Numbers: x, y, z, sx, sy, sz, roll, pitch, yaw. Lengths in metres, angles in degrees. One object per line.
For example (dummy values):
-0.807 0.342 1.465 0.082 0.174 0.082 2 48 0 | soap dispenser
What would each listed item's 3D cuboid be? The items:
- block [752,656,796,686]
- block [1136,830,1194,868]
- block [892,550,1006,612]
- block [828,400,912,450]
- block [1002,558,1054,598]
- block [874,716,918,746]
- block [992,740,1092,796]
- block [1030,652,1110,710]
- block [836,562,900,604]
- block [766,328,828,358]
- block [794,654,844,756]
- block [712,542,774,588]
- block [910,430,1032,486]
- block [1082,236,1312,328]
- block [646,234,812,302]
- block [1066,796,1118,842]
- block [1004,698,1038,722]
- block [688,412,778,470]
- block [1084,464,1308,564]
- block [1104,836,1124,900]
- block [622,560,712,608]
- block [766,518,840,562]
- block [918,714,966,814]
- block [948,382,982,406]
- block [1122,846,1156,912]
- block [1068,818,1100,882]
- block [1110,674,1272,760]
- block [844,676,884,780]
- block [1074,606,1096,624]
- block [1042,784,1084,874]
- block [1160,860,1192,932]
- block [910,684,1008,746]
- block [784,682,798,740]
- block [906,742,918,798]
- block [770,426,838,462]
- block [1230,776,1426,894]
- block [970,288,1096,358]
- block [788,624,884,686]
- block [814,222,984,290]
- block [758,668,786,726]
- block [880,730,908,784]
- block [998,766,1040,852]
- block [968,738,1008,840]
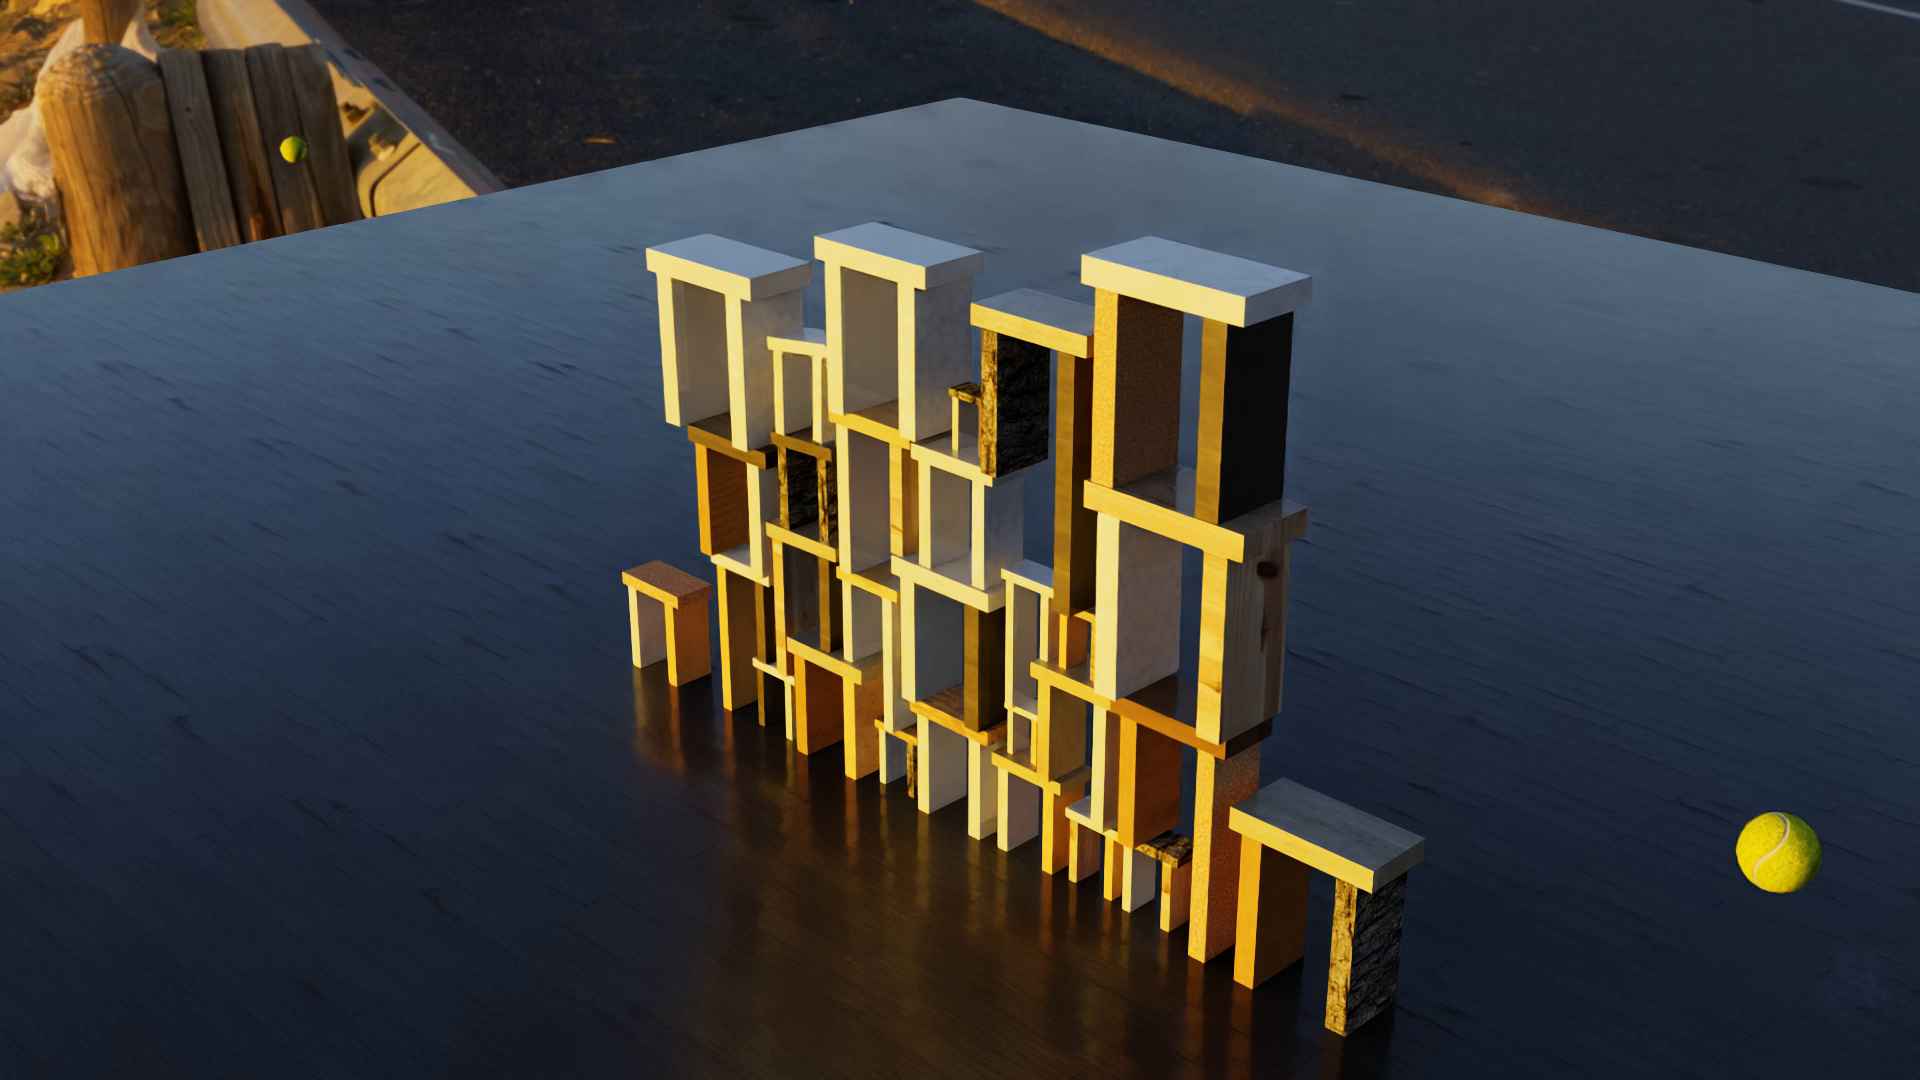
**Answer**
-0.376 0.273 4.742 0.137 0.019 0.068 21 31 40 | block
0.369 0.559 4.056 0.071 0.020 0.141 -21 31 -41 | block
0.006 0.065 4.250 0.264 0.037 0.132 21 31 41 | block
-0.136 -0.233 4.279 0.114 0.032 0.229 -21 31 -41 | block
0.148 0.071 4.094 0.133 0.019 0.067 21 31 41 | block
-0.109 0.385 4.513 0.124 0.018 0.062 21 31 40 | block
0.157 0.435 4.242 0.180 0.026 0.090 21 31 41 | block
0.242 0.255 4.064 0.208 0.029 0.104 21 31 41 | block
-0.156 0.077 4.425 0.089 0.025 0.177 -21 31 -40 | block
-0.291 -0.393 4.367 0.176 0.025 0.088 12 25 42 | block
-0.296 0.333 4.684 0.032 0.229 0.114 21 31 41 | block
-0.437 0.048 4.727 0.190 0.027 0.095 21 31 40 | block
0.021 -0.155 4.135 0.214 0.030 0.107 21 31 41 | block
0.386 -0.428 3.617 0.173 0.049 0.346 -21 31 -40 | block
-0.474 -0.560 4.496 0.327 0.046 0.163 21 31 40 | block
0.271 0.526 4.155 0.067 0.019 0.134 -21 31 -41 | block
0.135 0.323 4.217 0.094 0.013 0.047 21 31 41 | block
-0.443 -0.212 4.616 0.251 0.036 0.126 21 31 40 | block
0.400 -0.057 3.755 0.175 0.049 0.349 -21 31 -41 | block
0.303 0.608 4.155 0.019 0.134 0.067 21 31 41 | block
-0.663 0.099 4.979 0.200 0.028 0.100 21 31 41 | block
-0.292 -0.011 4.542 0.210 0.030 0.105 20 30 39 | block
-0.036 0.436 4.456 0.108 0.217 0.031 -21 31 -41 | block
0.034 -0.269 4.080 0.052 0.015 0.103 -21 31 -41 | block
0.336 0.620 4.119 0.071 0.141 0.020 -21 31 -40 | block
0.240 0.584 4.213 0.019 0.134 0.067 21 31 41 | block
0.409 0.308 3.902 0.131 0.037 0.263 -21 31 -41 | block
-0.188 0.375 4.585 0.032 0.229 0.114 21 31 41 | block
0.237 0.125 4.014 0.116 0.016 0.058 21 31 40 | block
0.200 0.546 4.243 0.025 0.180 0.090 21 31 41 | block
0.402 0.646 4.057 0.071 0.141 0.020 -21 31 -41 | block
0.015 0.342 4.360 0.108 0.031 0.217 -21 31 -40 | block
-0.344 0.358 4.743 0.068 0.137 0.019 -21 31 -41 | block
-0.080 0.462 4.514 0.018 0.124 0.062 21 31 41 | block
-0.289 -0.201 4.448 0.181 0.026 0.090 18 29 41 | block
0.626 0.501 3.760 0.299 0.042 0.149 21 31 41 | block
0.166 -0.384 3.876 0.139 0.039 0.277 -21 31 -41 | block
-0.242 0.234 4.583 0.114 0.032 0.229 -21 31 -41 | block
-0.116 -0.535 4.124 0.150 0.043 0.301 -21 31 -40 | block
-0.408 0.332 4.802 0.019 0.137 0.068 22 31 40 | block
-0.138 0.439 4.568 0.018 0.124 0.062 21 31 41 | block
0.115 0.513 4.321 0.025 0.180 0.090 21 31 41 | block
0.066 0.476 4.361 0.108 0.217 0.031 -21 31 -41 | block
